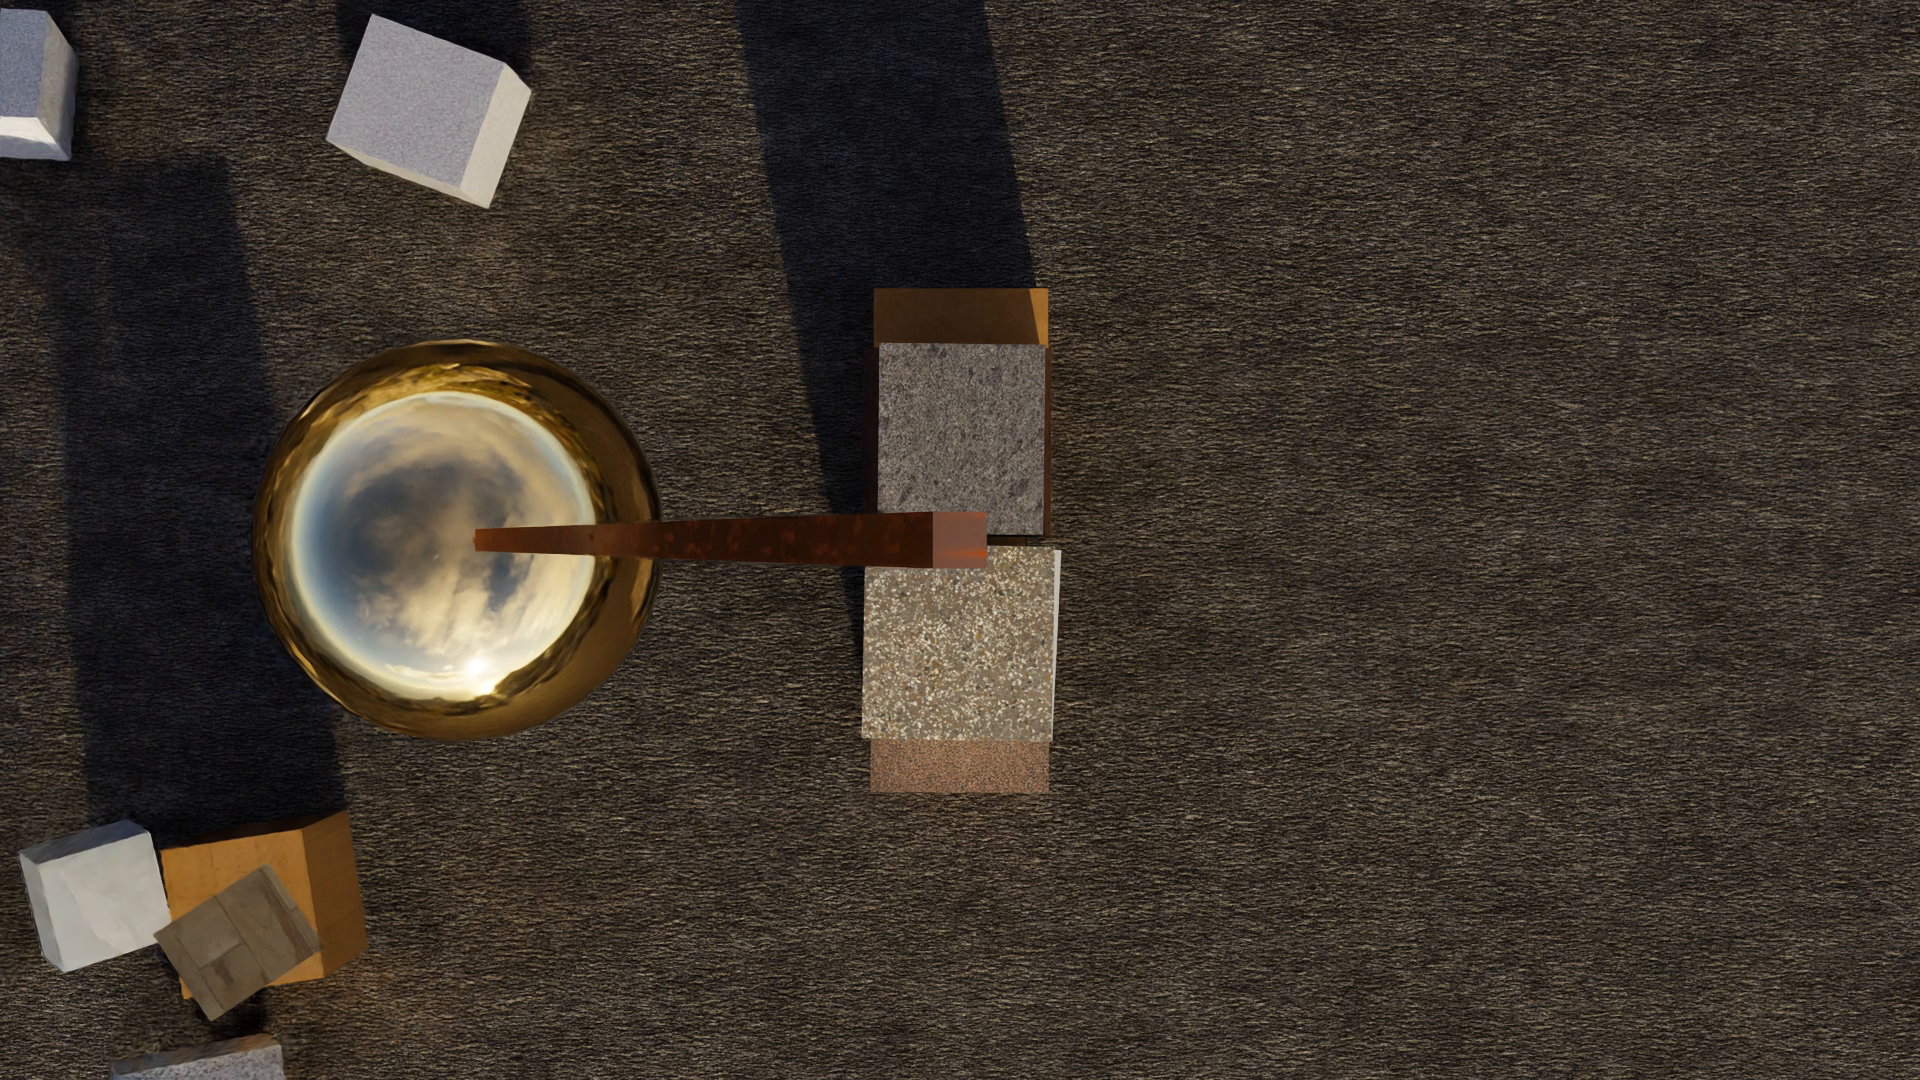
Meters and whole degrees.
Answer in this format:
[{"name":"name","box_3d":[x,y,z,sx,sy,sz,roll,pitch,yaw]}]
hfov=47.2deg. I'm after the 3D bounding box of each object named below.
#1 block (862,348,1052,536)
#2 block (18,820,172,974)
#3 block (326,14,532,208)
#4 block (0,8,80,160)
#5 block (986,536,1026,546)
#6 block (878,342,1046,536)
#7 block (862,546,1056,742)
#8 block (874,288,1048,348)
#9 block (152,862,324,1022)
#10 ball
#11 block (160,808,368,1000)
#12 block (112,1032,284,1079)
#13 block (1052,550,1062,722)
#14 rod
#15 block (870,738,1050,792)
[{"name":"block","box_3d":[-0.016,-0.487,11.428,0.936,1.010,0.937,0,90,0]},{"name":"block","box_3d":[-4.671,1.914,11.895,0.581,0.523,0.600,-16,100,-32]},{"name":"block","box_3d":[-3.030,-2.442,12.616,0.790,0.769,0.748,20,90,0]},{"name":"block","box_3d":[-5.544,-2.607,12.566,0.757,0.676,0.637,2,79,-7]},{"name":"block","box_3d":[-0.010,0.034,12.573,0.742,0.854,0.848,0,90,0]},{"name":"block","box_3d":[0.006,-0.463,10.493,0.759,0.859,0.871,1,90,0]},{"name":"block","box_3d":[-0.007,0.471,10.532,0.871,0.883,0.896,1,90,0]},{"name":"block","box_3d":[0.005,-0.883,12.466,0.946,1.067,0.965,0,90,0]},{"name":"block","box_3d":[-3.655,2.027,11.166,0.634,0.600,0.514,-33,93,-19]},{"name":"ball","box_3d":[-1.982,0.000,8.743,1.600,1.600,1.600,0,90,0]},{"name":"block","box_3d":[-3.949,2.058,12.548,0.786,0.903,0.828,-9,90,0]},{"name":"block","box_3d":[-4.297,3.276,12.474,0.857,0.722,0.730,-6,86,-25]},{"name":"block","box_3d":[0.062,0.507,11.442,0.843,0.937,0.956,3,90,0]},{"name":"rod","box_3d":[-0.859,0.000,5.534,0.080,5.200,0.080,0,90,-19]},{"name":"block","box_3d":[0.000,0.918,12.456,0.965,1.089,0.897,0,90,0]}]
